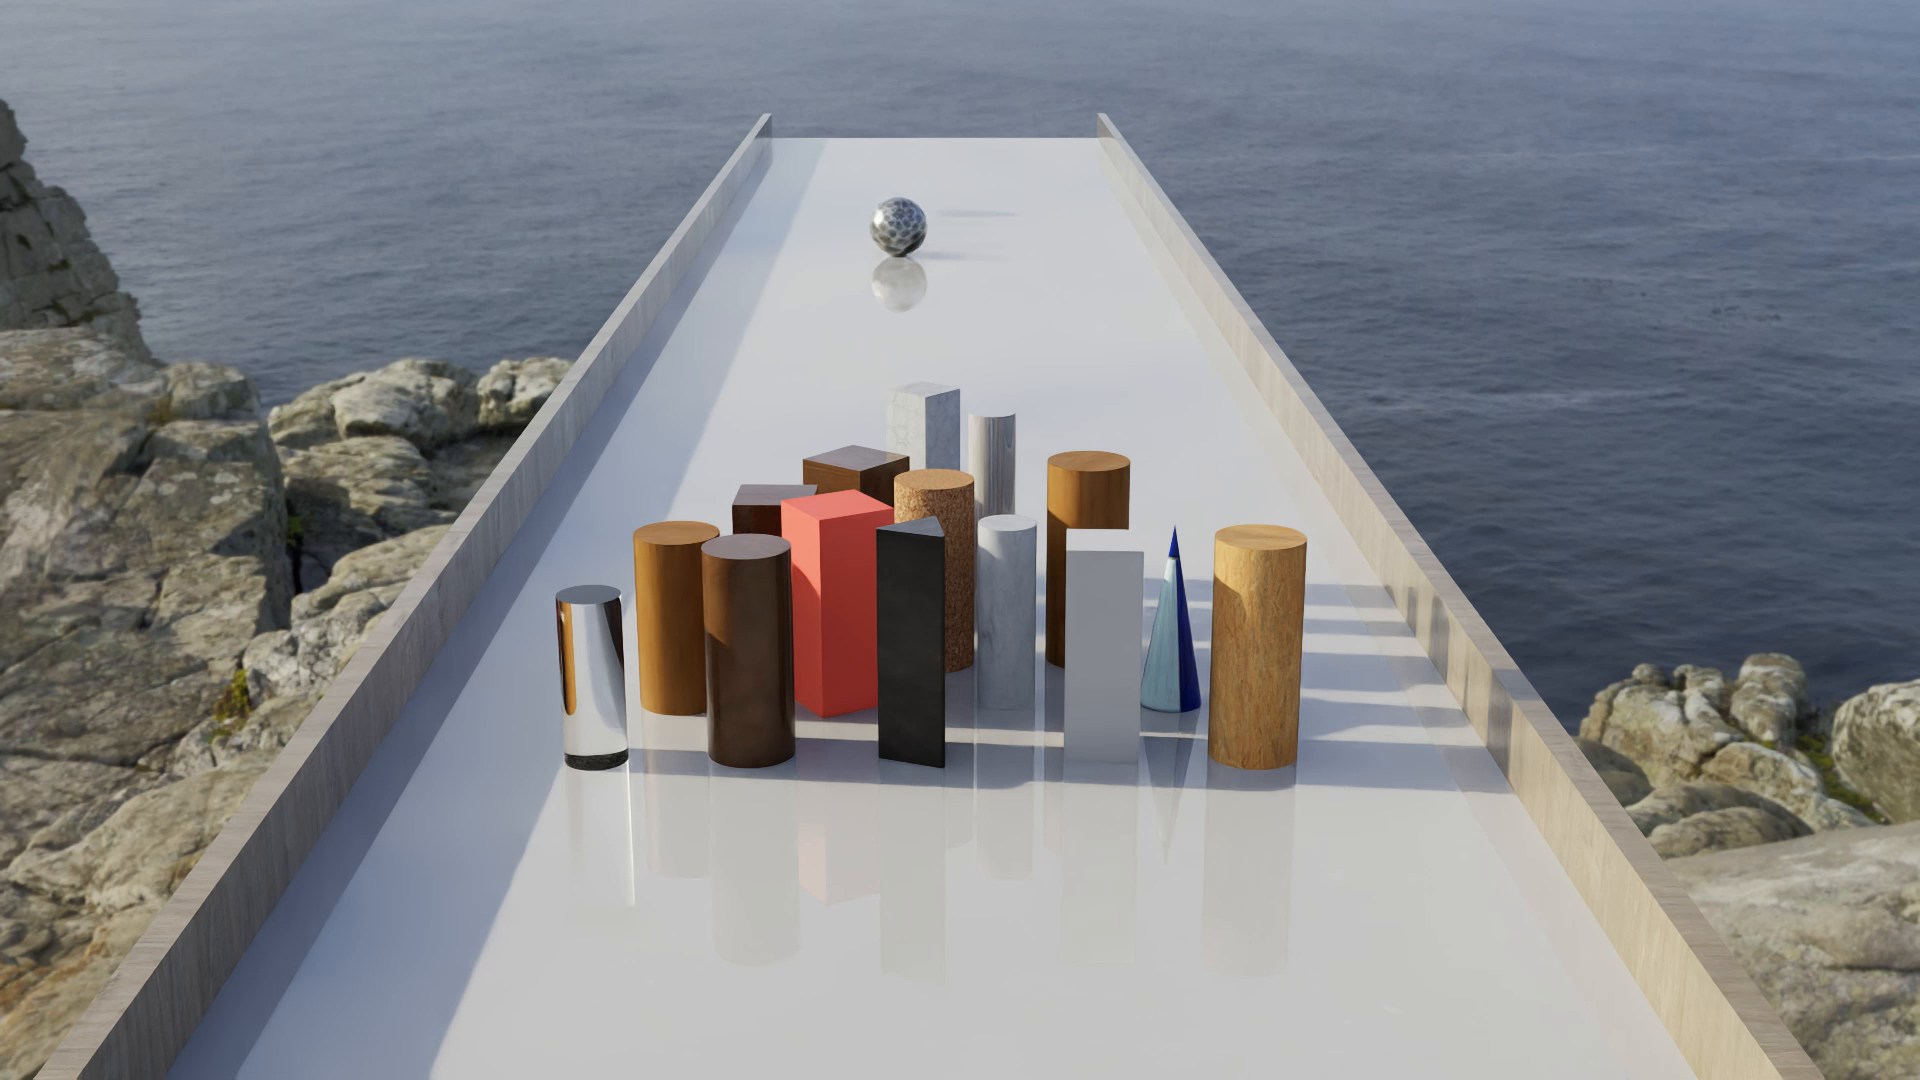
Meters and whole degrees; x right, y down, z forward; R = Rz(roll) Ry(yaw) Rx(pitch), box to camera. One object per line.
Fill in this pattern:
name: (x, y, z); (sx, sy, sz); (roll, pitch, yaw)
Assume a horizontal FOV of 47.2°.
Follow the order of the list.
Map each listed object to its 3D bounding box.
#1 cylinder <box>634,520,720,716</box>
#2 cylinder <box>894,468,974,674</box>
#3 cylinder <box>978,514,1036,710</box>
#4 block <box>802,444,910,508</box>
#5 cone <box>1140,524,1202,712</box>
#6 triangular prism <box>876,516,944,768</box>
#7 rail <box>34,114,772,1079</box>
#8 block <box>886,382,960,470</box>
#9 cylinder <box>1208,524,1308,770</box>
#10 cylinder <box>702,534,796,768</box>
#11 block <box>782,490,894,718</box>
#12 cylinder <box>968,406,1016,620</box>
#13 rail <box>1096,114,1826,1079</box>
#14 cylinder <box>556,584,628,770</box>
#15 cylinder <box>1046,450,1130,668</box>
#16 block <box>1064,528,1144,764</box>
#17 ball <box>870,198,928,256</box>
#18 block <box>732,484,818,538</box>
cylinder: (-0.529, 0.146, 4.149); (0.160, 0.334, 0.160); (0, 17, 0)
cylinder: (-0.050, 0.061, 4.360); (0.157, 0.377, 0.157); (0, 17, 0)
cylinder: (0.088, 0.136, 4.152); (0.110, 0.352, 0.110); (0, 17, 0)
block: (-0.218, -0.010, 4.662); (0.159, 0.340, 0.159); (13, 21, 37)
cone: (0.400, 0.139, 4.142); (0.122, 0.352, 0.122); (0, 17, 0)
triangular prism: (-0.066, 0.176, 3.888); (0.127, 0.425, 0.110); (7, 18, 22)
rail: (-1.118, -0.838, 7.780); (0.050, 0.150, 12.000); (0, 17, -1)
block: (-0.080, -0.119, 4.859); (0.115, 0.438, 0.115); (14, 22, 39)
cylinder: (0.524, 0.188, 3.886); (0.159, 0.404, 0.159); (0, 17, 0)
cylinder: (-0.373, 0.195, 3.894); (0.157, 0.385, 0.157); (0, 17, 0)
block: (-0.229, 0.118, 4.154); (0.155, 0.385, 0.155); (-10, 19, -29)
cylinder: (0.067, -0.054, 4.632); (0.100, 0.443, 0.100); (0, 17, 0)
rail: (0.932, -0.844, 7.801); (0.050, 0.150, 12.000); (0, 17, -1)
cylinder: (-0.647, 0.242, 3.873); (0.113, 0.308, 0.113); (0, 17, 0)
cylinder: (0.253, 0.040, 4.376); (0.163, 0.408, 0.163); (0, 17, 0)
block: (0.253, 0.188, 3.907); (0.133, 0.392, 0.133); (1, 17, 3)
ball: (-0.258, -1.315, 9.220); (0.244, 0.244, 0.244); (0, 17, 0)
block: (-0.362, 0.076, 4.364); (0.153, 0.345, 0.153); (0, 17, 1)
